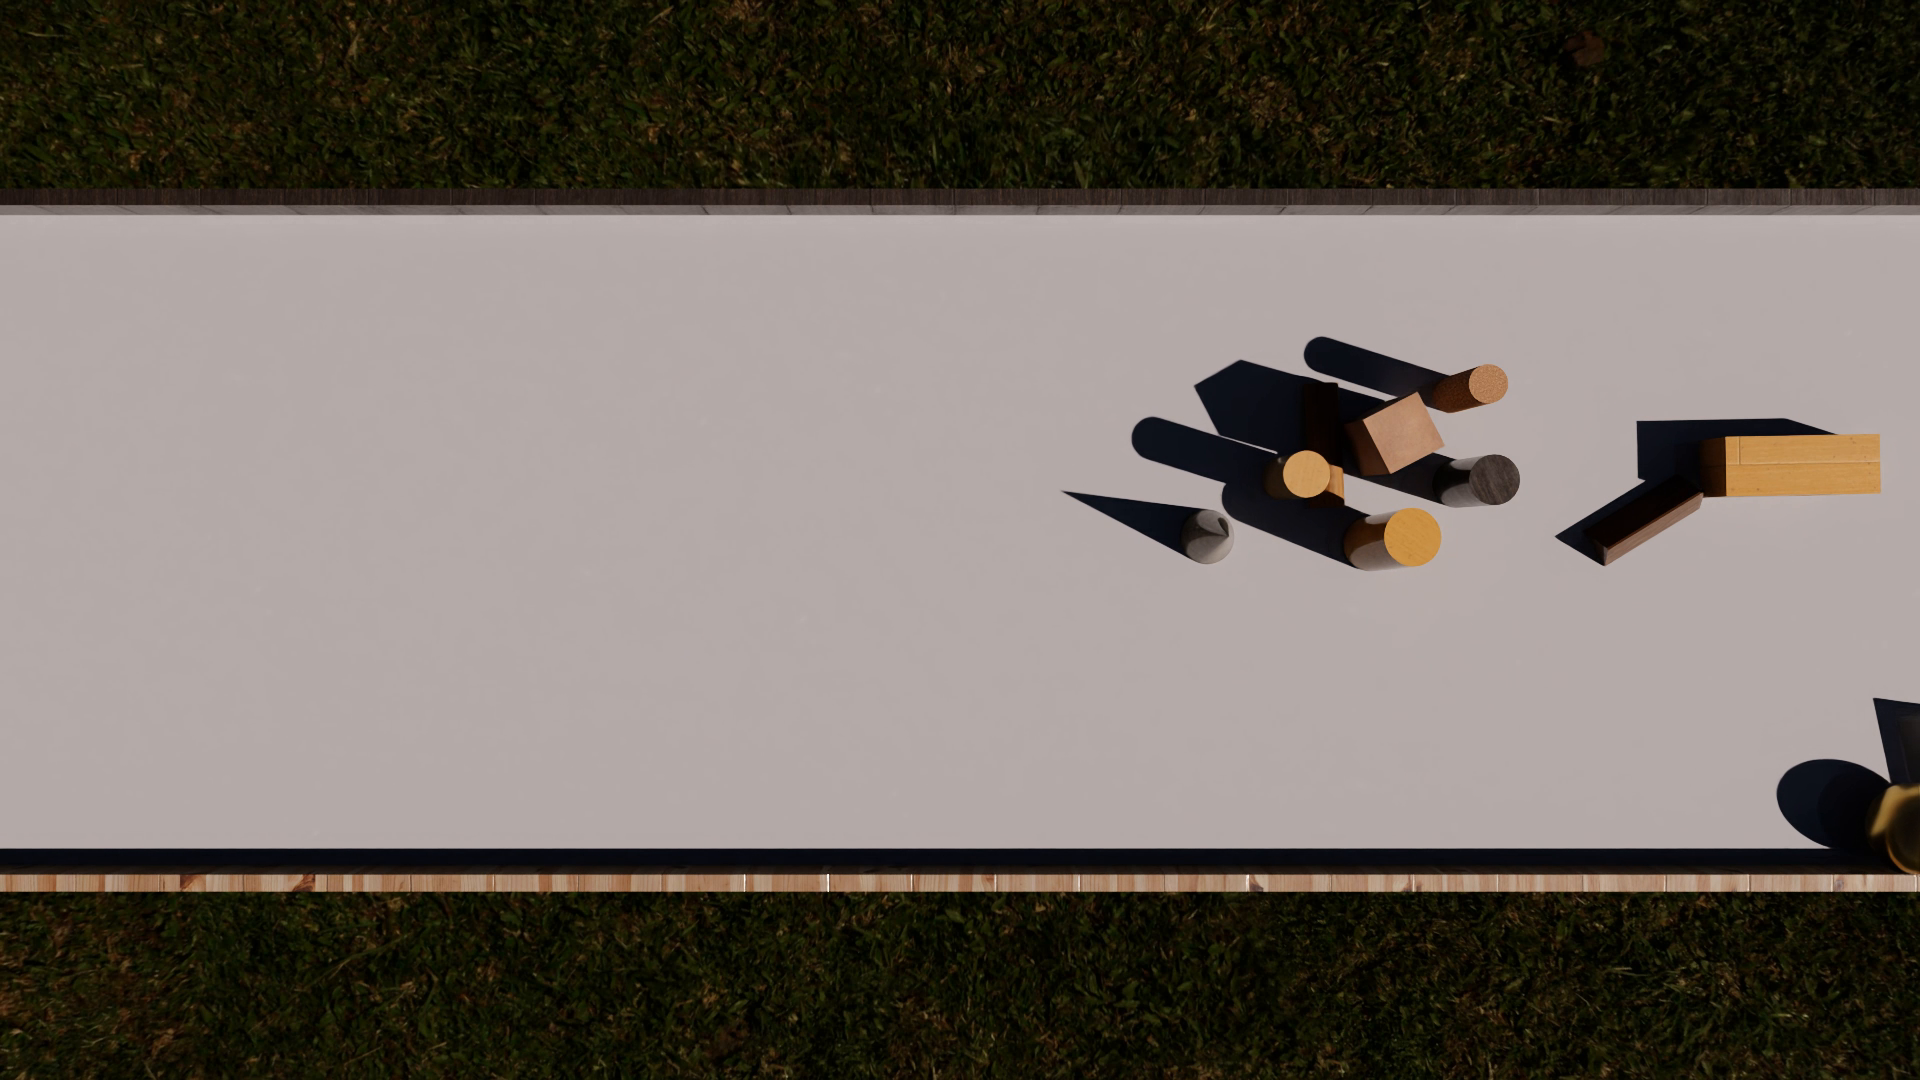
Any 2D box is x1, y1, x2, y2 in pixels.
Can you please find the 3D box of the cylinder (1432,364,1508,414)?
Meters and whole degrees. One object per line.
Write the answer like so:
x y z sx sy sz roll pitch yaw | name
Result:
1.510 -0.446 4.894 0.113 0.364 0.113 0 90 0 | cylinder

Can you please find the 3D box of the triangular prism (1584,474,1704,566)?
2.095 -0.061 5.020 0.341 0.107 0.124 -31 90 0 | triangular prism

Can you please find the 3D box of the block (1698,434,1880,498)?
2.505 -0.222 4.988 0.458 0.177 0.177 -1 90 0 | block

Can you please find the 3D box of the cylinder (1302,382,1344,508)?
1.108 -0.287 5.024 0.106 0.106 0.378 -3 90 0 | cylinder

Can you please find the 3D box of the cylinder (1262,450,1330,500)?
0.992 -0.189 4.894 0.134 0.364 0.134 0 90 1 | cylinder

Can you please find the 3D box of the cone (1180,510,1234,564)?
0.760 -0.010 4.867 0.169 0.418 0.169 0 90 0 | cone

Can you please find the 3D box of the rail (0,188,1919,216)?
-2.247 -1.025 5.002 12.000 0.150 0.050 0 90 0 | rail

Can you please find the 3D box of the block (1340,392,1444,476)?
1.269 -0.308 4.877 0.173 0.392 0.173 -27 90 3 | block

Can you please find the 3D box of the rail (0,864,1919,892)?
-2.247 1.025 5.001 12.000 0.150 0.050 0 90 0 | rail

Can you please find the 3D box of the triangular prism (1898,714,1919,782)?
2.996 0.713 5.007 0.151 0.131 0.370 -12 90 0 | triangular prism

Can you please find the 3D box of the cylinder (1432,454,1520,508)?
1.527 -0.172 4.893 0.146 0.367 0.146 0 90 0 | cylinder

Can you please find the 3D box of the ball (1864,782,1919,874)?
2.863 0.863 4.940 0.273 0.273 0.273 0 90 0 | ball

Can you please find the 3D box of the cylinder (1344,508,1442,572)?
1.276 0.002 4.889 0.169 0.358 0.169 0 87 -6 | cylinder
